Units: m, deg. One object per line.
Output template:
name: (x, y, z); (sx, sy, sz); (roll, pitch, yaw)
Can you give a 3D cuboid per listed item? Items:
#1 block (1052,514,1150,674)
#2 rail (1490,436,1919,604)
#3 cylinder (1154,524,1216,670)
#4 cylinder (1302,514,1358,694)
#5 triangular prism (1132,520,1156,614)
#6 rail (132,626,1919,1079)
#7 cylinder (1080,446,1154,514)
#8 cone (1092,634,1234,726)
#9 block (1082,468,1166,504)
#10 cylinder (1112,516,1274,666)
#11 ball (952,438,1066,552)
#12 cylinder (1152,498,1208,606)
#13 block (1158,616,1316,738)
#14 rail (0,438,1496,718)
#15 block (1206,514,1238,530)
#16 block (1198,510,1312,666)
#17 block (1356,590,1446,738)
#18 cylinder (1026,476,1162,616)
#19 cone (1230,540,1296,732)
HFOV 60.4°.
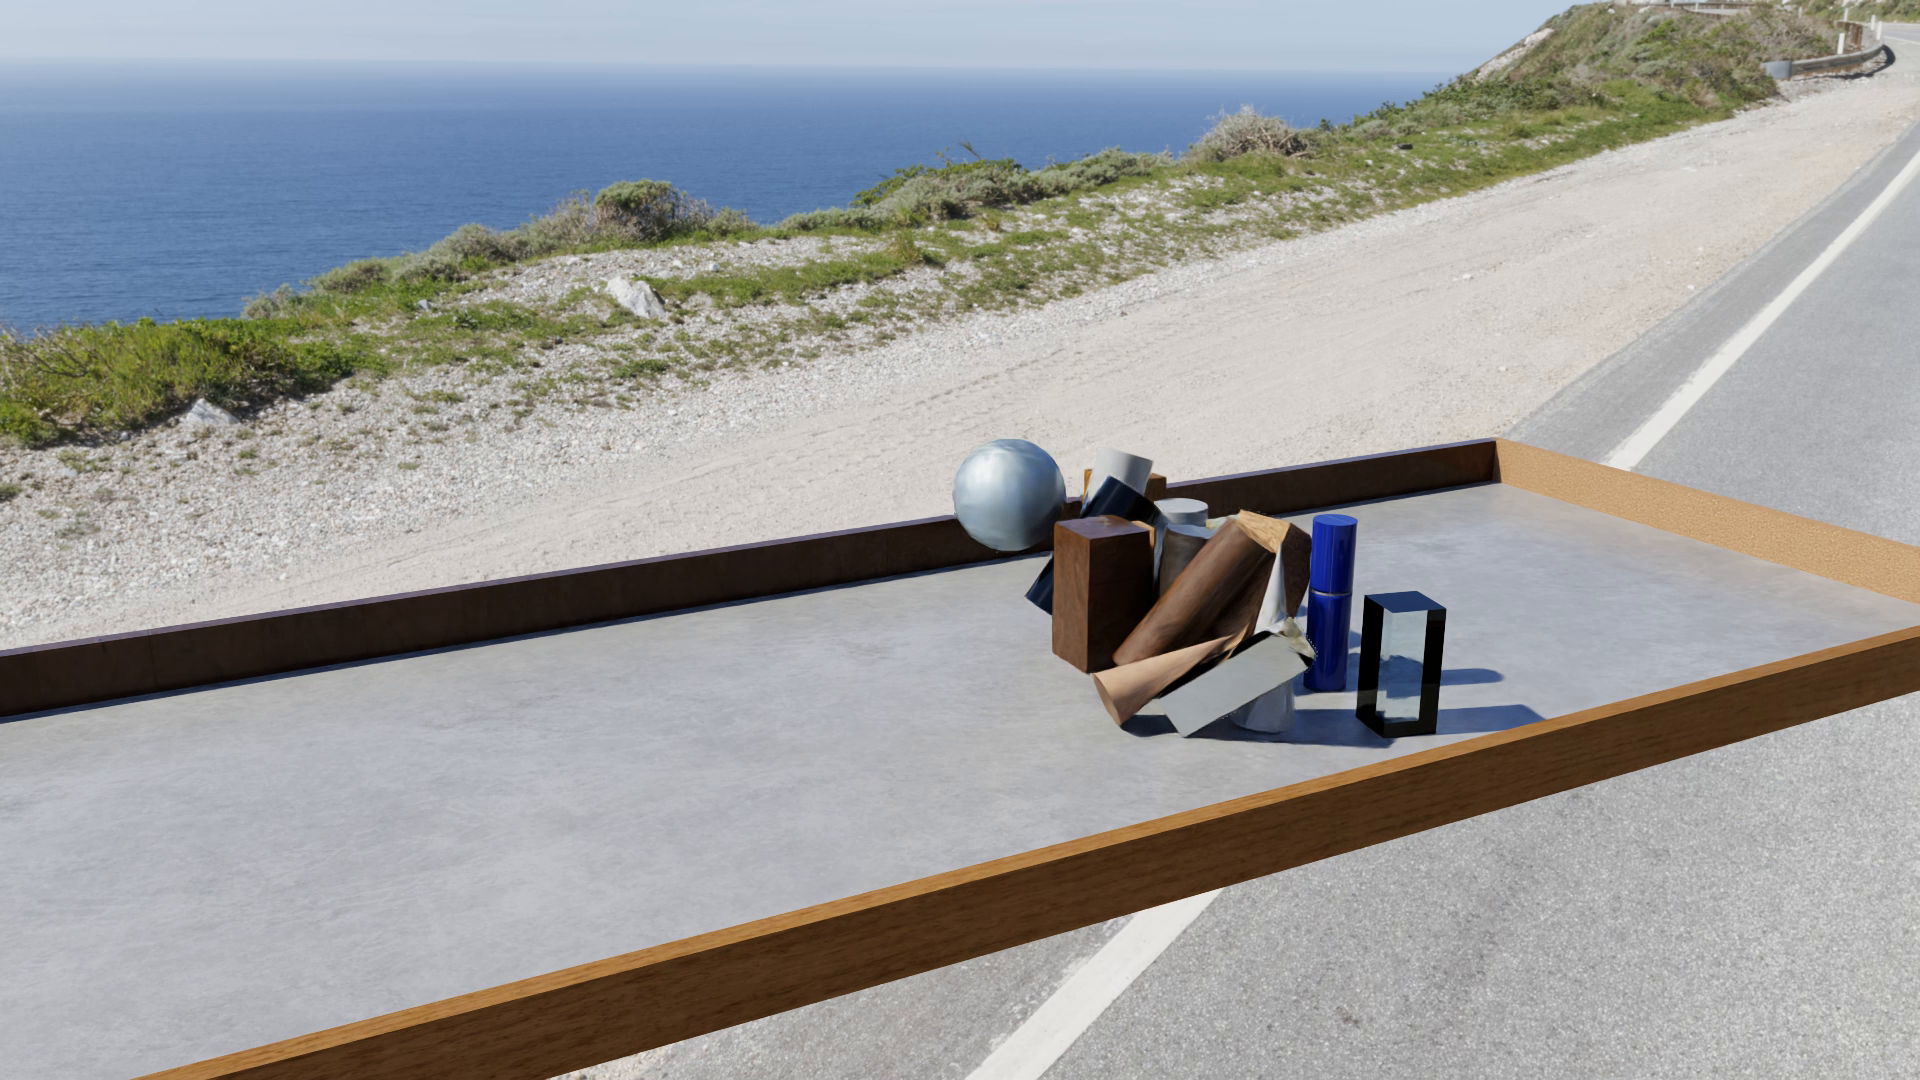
block: (0.361, 0.136, 4.258); (0.177, 0.357, 0.177); (-8, 18, -25)
rail: (2.466, -0.048, 5.253); (0.050, 0.150, 2.100); (-9, 18, -27)
cylinder: (0.587, 0.145, 4.211); (0.178, 0.341, 0.178); (7, 10, -1)
cylinder: (0.910, 0.157, 4.060); (0.106, 0.430, 0.106); (0, 16, 0)
triangular prism: (0.466, 0.115, 4.386); (0.095, 0.325, 0.082); (2, 16, 6)
rail: (-2.336, 1.006, 1.665); (12.000, 0.150, 0.050); (-9, 18, -27)
cylinder: (0.408, -0.034, 4.643); (0.157, 0.439, 0.157); (16, 5, -1)
cone: (0.494, 0.297, 3.858); (0.343, 0.135, 0.135); (-26, 21, -7)
block: (0.475, -0.034, 4.863); (0.170, 0.332, 0.170); (-6, 17, -33)
cylinder: (0.568, 0.157, 4.033); (0.141, 0.450, 0.141); (36, 13, -10)
ball: (0.137, -0.126, 4.606); (0.316, 0.316, 0.316); (0, 16, 0)
cylinder: (0.607, 0.058, 4.588); (0.152, 0.321, 0.152); (0, 16, 0)
block: (0.630, 0.313, 3.771); (0.346, 0.105, 0.105); (-34, 2, 26)
rail: (-3.305, 0.497, 3.399); (12.000, 0.150, 0.050); (-9, 18, -27)
block: (0.716, 0.118, 4.339); (0.108, 0.345, 0.108); (-9, 19, -29)
block: (0.728, 0.148, 4.103); (0.160, 0.394, 0.160); (27, -5, -42)
block: (1.023, 0.288, 3.832); (0.135, 0.306, 0.135); (-4, 17, -14)
cylinder: (0.361, 0.038, 4.471); (0.176, 0.400, 0.176); (35, 1, -1)
cone: (0.725, 0.213, 3.836); (0.156, 0.438, 0.156); (3, 14, -1)
